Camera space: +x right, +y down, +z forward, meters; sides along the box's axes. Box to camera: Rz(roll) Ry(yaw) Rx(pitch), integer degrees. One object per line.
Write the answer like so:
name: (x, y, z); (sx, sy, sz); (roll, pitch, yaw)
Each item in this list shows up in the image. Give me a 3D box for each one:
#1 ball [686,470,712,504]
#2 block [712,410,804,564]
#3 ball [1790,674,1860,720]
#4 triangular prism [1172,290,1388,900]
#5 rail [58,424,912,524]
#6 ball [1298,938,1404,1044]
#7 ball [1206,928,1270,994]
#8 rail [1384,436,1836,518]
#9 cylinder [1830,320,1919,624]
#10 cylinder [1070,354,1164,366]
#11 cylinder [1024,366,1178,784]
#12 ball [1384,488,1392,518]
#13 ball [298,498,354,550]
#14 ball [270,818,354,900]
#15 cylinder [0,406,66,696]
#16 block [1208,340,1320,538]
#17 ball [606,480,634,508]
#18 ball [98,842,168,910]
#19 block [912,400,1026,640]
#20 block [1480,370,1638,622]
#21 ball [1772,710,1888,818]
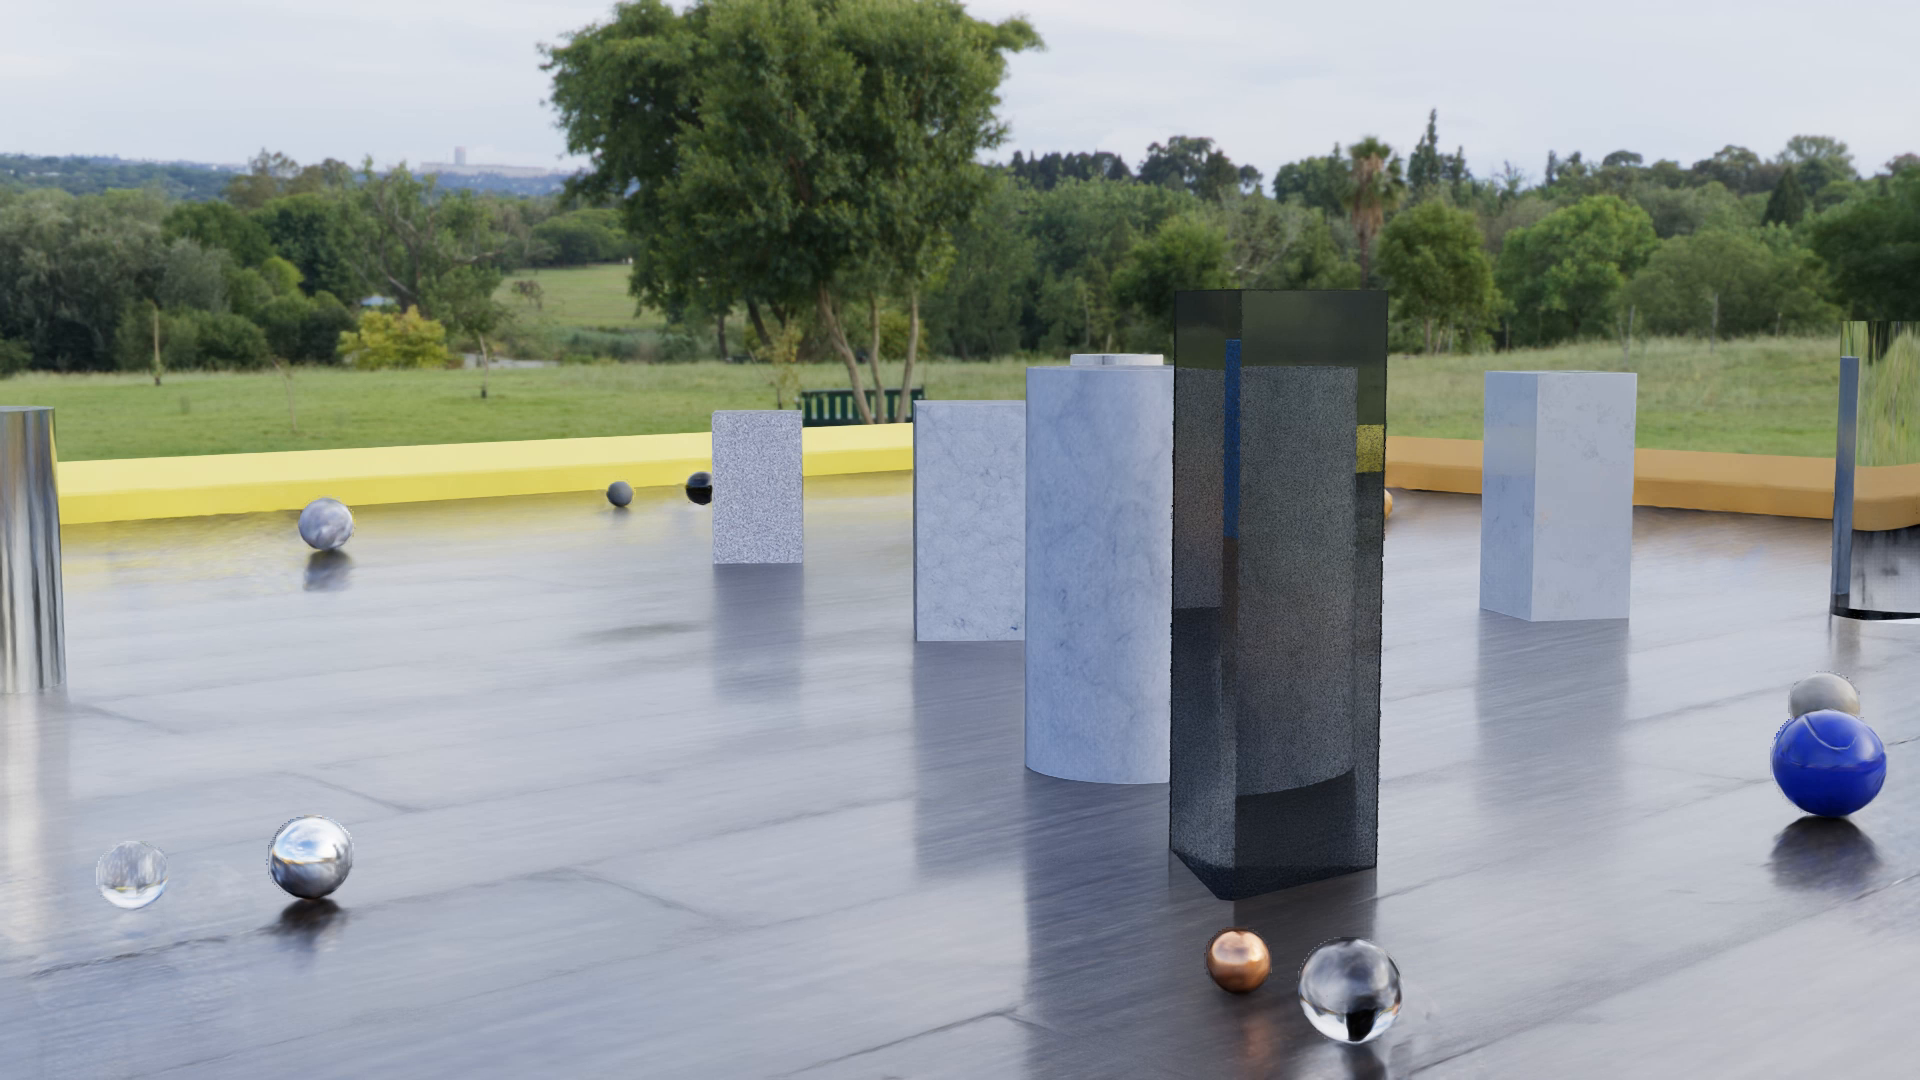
ball: (-0.591, -0.120, 5.045); (0.079, 0.079, 0.079); (0, 6, 0)
block: (-0.361, -0.098, 3.947); (0.157, 0.263, 0.157); (0, 6, -3)
ball: (0.903, 0.173, 2.296); (0.067, 0.067, 0.067); (0, 6, 0)
triangular prism: (0.222, 0.033, 1.750); (0.170, 0.460, 0.148); (-5, 8, -38)
rail: (-1.474, -0.133, 4.920); (4.610, 0.128, 0.045); (-5, 8, -42)
ball: (0.239, 0.275, 1.341); (0.063, 0.063, 0.063); (0, 6, 0)
ball: (0.182, 0.275, 1.438); (0.042, 0.042, 0.042); (0, 6, 0)
rail: (1.677, -0.128, 4.870); (0.045, 0.128, 4.393); (-5, 8, -42)
cylinder: (1.381, -0.104, 3.204); (0.197, 0.429, 0.197); (0, 6, 0)
cylinder: (0.333, -0.219, 4.689); (0.197, 0.350, 0.197); (0, 6, 0)
cylinder: (0.162, 0.026, 2.152); (0.197, 0.389, 0.197); (0, 6, 0)
ball: (0.876, -0.077, 4.645); (0.076, 0.076, 0.076); (0, 6, 0)
ball: (-1.176, -0.029, 4.082); (0.098, 0.098, 0.098); (0, 6, 0)
ball: (-0.492, 0.242, 1.668); (0.061, 0.061, 0.061); (0, 6, 0)
cylinder: (-1.173, 0.009, 2.611); (0.197, 0.328, 0.197); (0, 6, 0)
block: (0.606, -0.208, 4.407); (0.157, 0.385, 0.157); (-4, 7, -35)
ball: (-0.770, -0.104, 4.984); (0.060, 0.060, 0.060); (0, 6, 0)
ball: (-0.616, 0.251, 1.640); (0.049, 0.049, 0.049); (0, 6, 0)
block: (0.016, -0.030, 3.036); (0.157, 0.318, 0.157); (0, 6, -3)
block: (0.876, -0.069, 3.231); (0.157, 0.355, 0.157); (-2, 6, -14)
ball: (0.766, 0.197, 1.938); (0.094, 0.094, 0.094); (0, 6, 0)
